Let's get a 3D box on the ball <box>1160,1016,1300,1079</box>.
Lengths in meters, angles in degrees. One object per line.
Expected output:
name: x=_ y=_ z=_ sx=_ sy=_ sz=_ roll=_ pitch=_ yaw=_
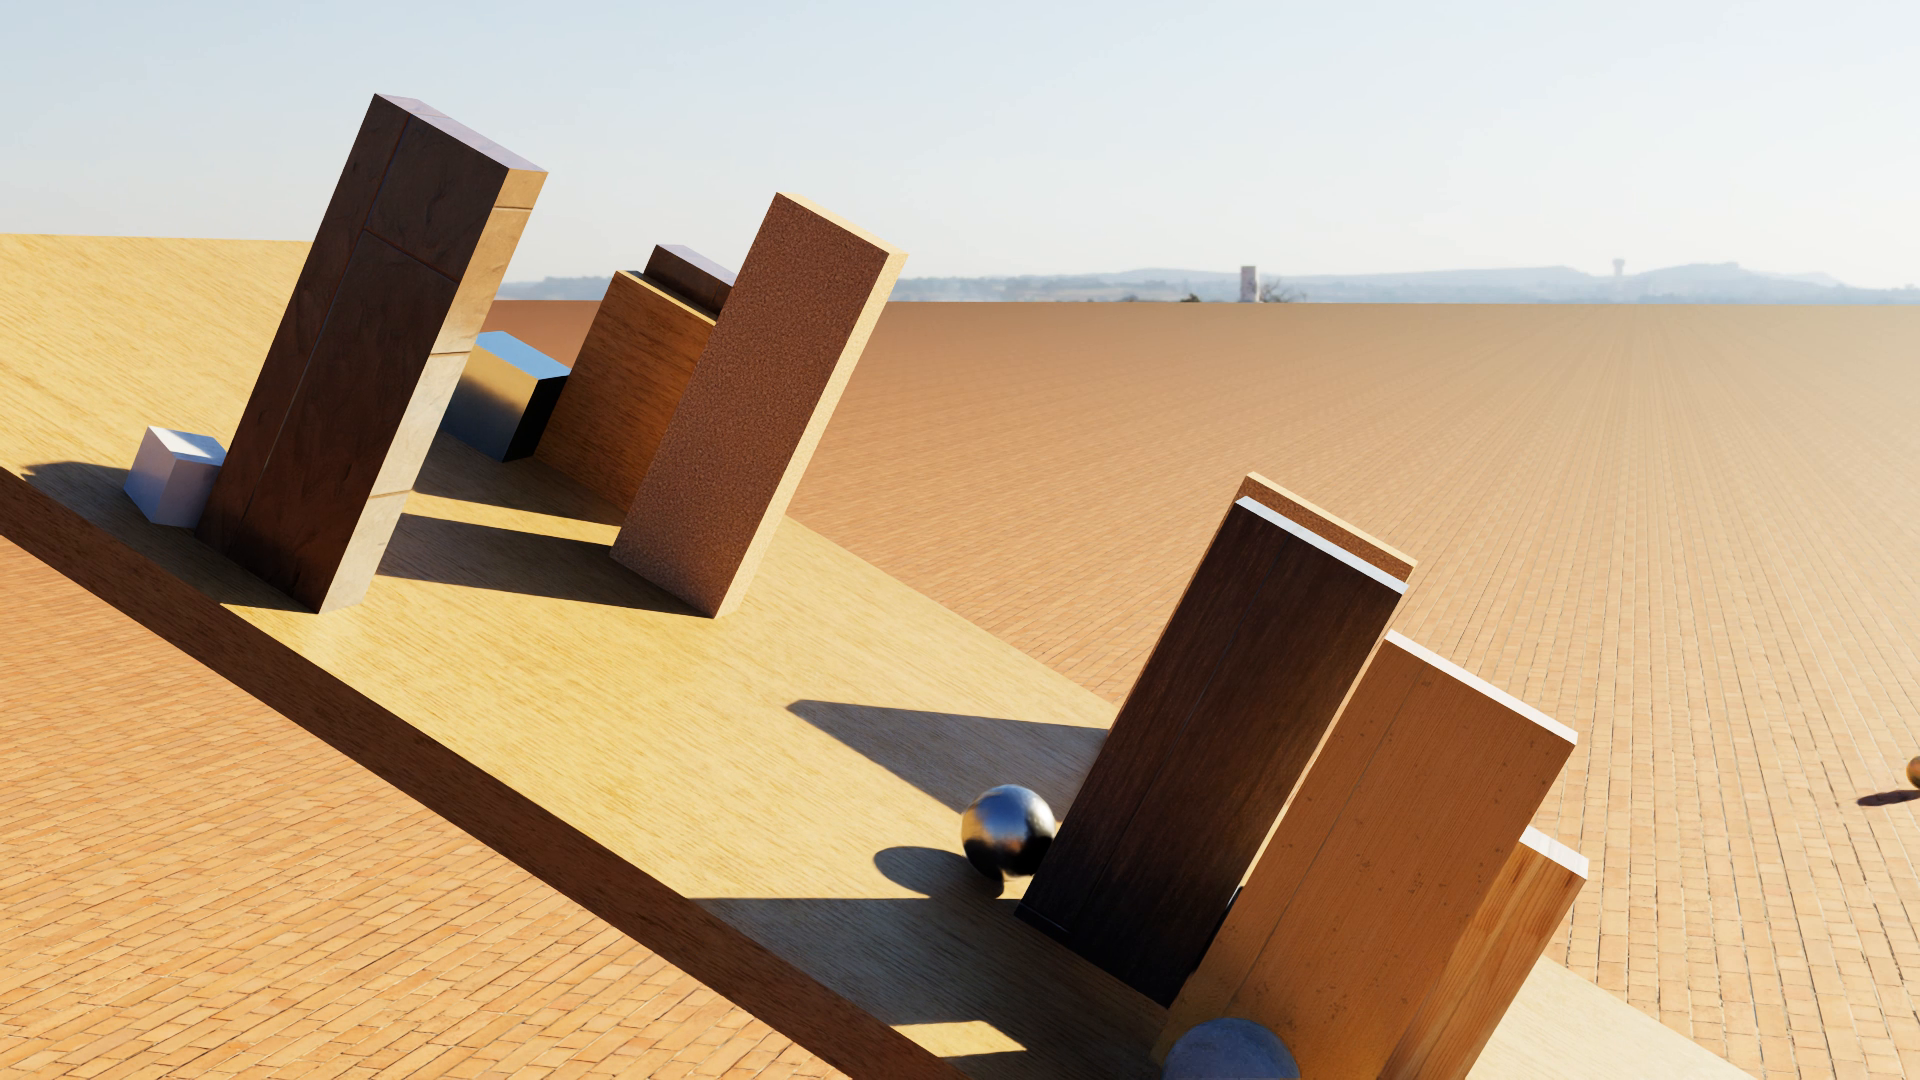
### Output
ball: x=0.391 y=0.792 z=3.173 sx=0.203 sy=0.203 sz=0.203 roll=0 pitch=7 yaw=0

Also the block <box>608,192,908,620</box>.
block: x=-0.397 y=-0.259 z=4.291 sx=0.255 sy=0.799 sz=0.116 roll=30 pitch=14 yaw=12

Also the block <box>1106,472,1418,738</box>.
block: x=0.639 y=0.237 z=4.696 sx=0.395 sy=0.653 sz=0.090 roll=30 pitch=14 yaw=12

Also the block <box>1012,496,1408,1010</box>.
block: x=0.402 y=0.348 z=3.579 sx=0.297 sy=0.789 sz=0.103 roll=30 pitch=14 yaw=12

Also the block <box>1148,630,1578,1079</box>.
block: x=0.597 y=0.541 z=3.308 sx=0.308 sy=0.756 sz=0.088 roll=30 pitch=14 yaw=12

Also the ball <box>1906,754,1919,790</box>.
ball: x=3.471 y=0.835 z=7.903 sx=0.131 sy=0.131 sz=0.131 roll=0 pitch=7 yaw=0

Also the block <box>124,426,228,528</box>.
block: x=-1.258 y=-0.099 z=3.560 sx=0.116 sy=0.116 sz=0.116 roll=11 pitch=21 yaw=-48

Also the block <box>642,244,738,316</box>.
block: x=-0.570 y=-0.322 z=4.803 sx=0.408 sy=0.512 sz=0.142 roll=30 pitch=14 yaw=12

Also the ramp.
ramp: x=-0.230 y=0.383 z=4.152 sx=4.000 sy=0.100 sz=2.000 roll=30 pitch=14 yaw=12

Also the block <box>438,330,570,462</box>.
block: x=-0.972 y=-0.306 z=4.666 sx=0.197 sy=0.197 sz=0.197 roll=29 pitch=14 yaw=9

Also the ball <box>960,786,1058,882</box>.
ball: x=0.084 y=0.501 z=3.747 sx=0.164 sy=0.164 sz=0.164 roll=0 pitch=7 yaw=0

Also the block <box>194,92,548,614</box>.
block: x=-0.932 y=-0.287 z=3.461 sx=0.254 sy=0.777 sz=0.124 roll=30 pitch=14 yaw=12

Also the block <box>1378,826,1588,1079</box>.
block: x=0.774 y=0.663 z=3.755 sx=0.387 sy=0.484 sz=0.131 roll=30 pitch=14 yaw=12

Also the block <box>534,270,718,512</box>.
block: x=-0.692 y=-0.315 z=4.690 sx=0.265 sy=0.446 sz=0.103 roll=30 pitch=14 yaw=12

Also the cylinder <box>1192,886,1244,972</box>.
cylinder: x=0.466 y=0.686 z=3.822 sx=0.141 sy=0.141 sz=0.141 roll=2 pitch=6 yaw=16
